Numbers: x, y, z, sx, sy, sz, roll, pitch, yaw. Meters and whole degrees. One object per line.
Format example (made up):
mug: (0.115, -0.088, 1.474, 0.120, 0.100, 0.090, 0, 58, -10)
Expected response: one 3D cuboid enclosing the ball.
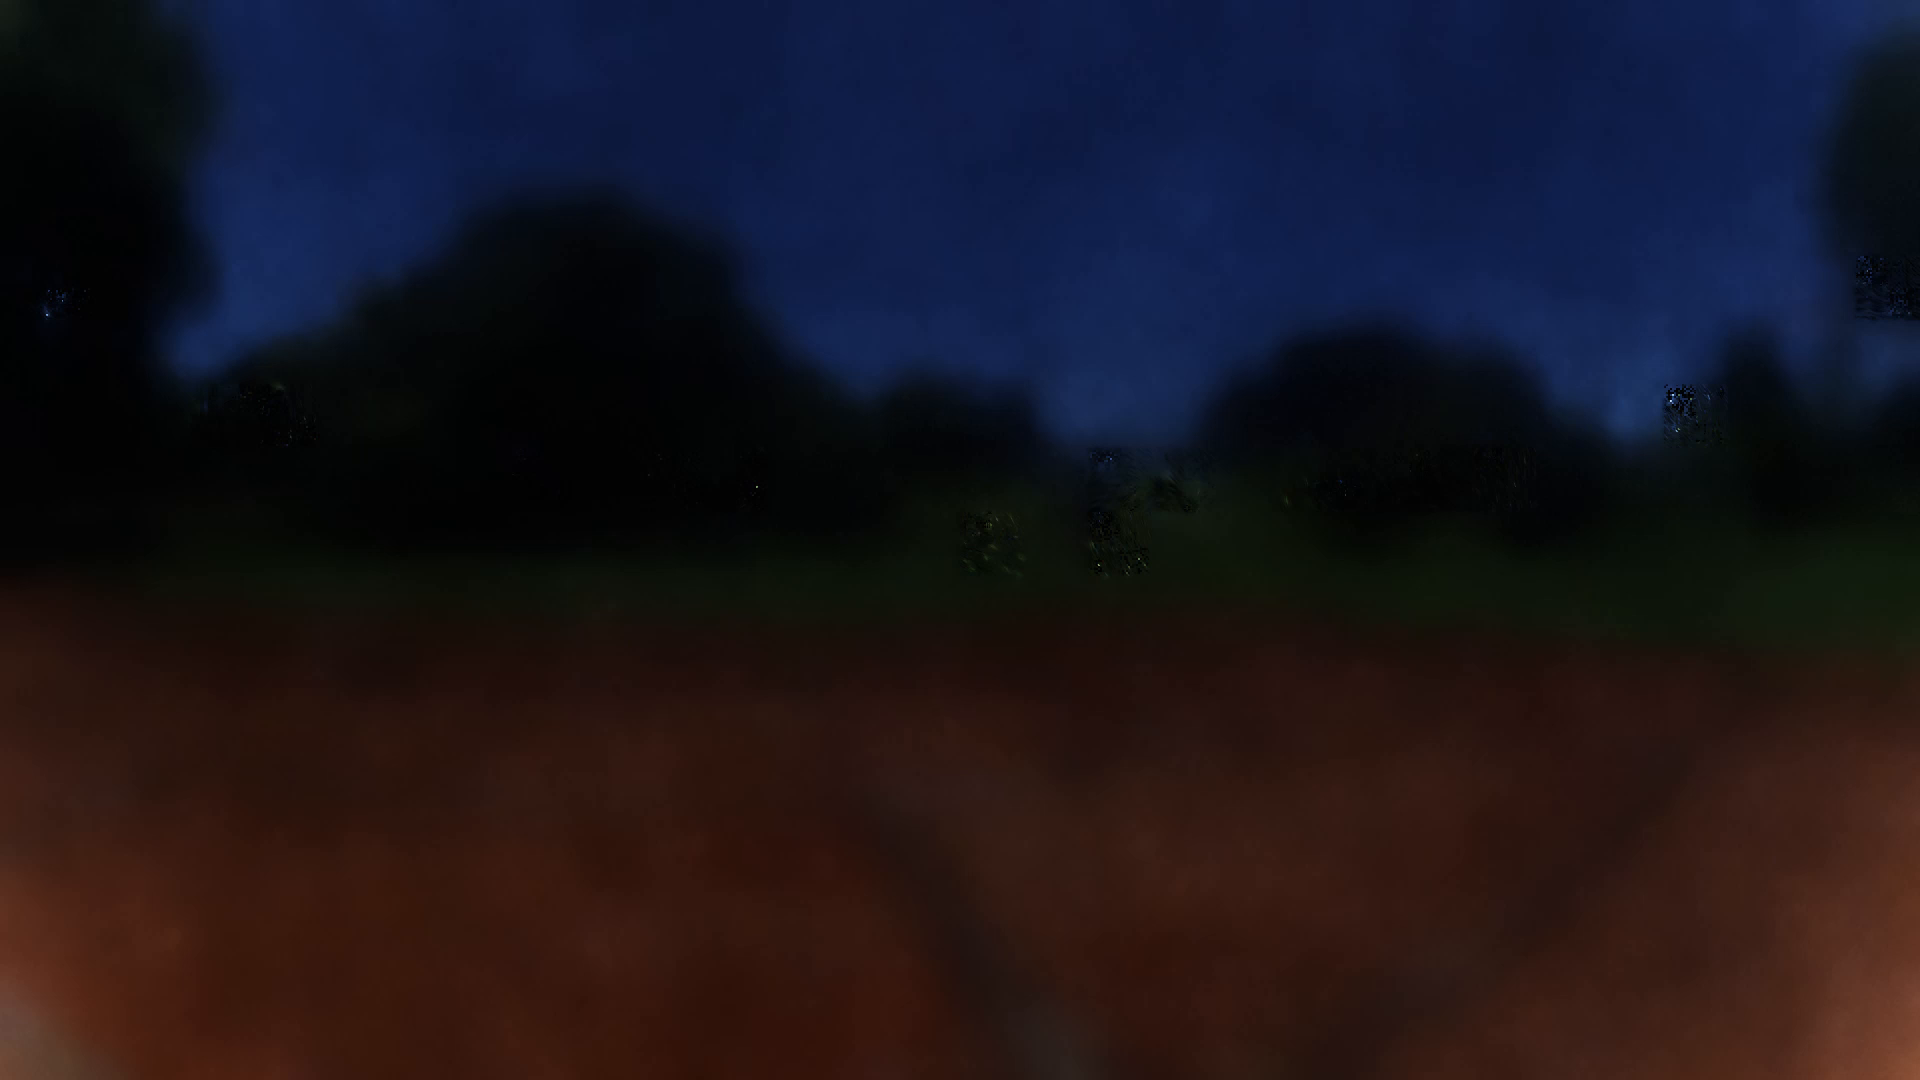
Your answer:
ball: (0.000, -0.002, 0.056, 0.080, 0.080, 0.080, 0, 4, 0)
